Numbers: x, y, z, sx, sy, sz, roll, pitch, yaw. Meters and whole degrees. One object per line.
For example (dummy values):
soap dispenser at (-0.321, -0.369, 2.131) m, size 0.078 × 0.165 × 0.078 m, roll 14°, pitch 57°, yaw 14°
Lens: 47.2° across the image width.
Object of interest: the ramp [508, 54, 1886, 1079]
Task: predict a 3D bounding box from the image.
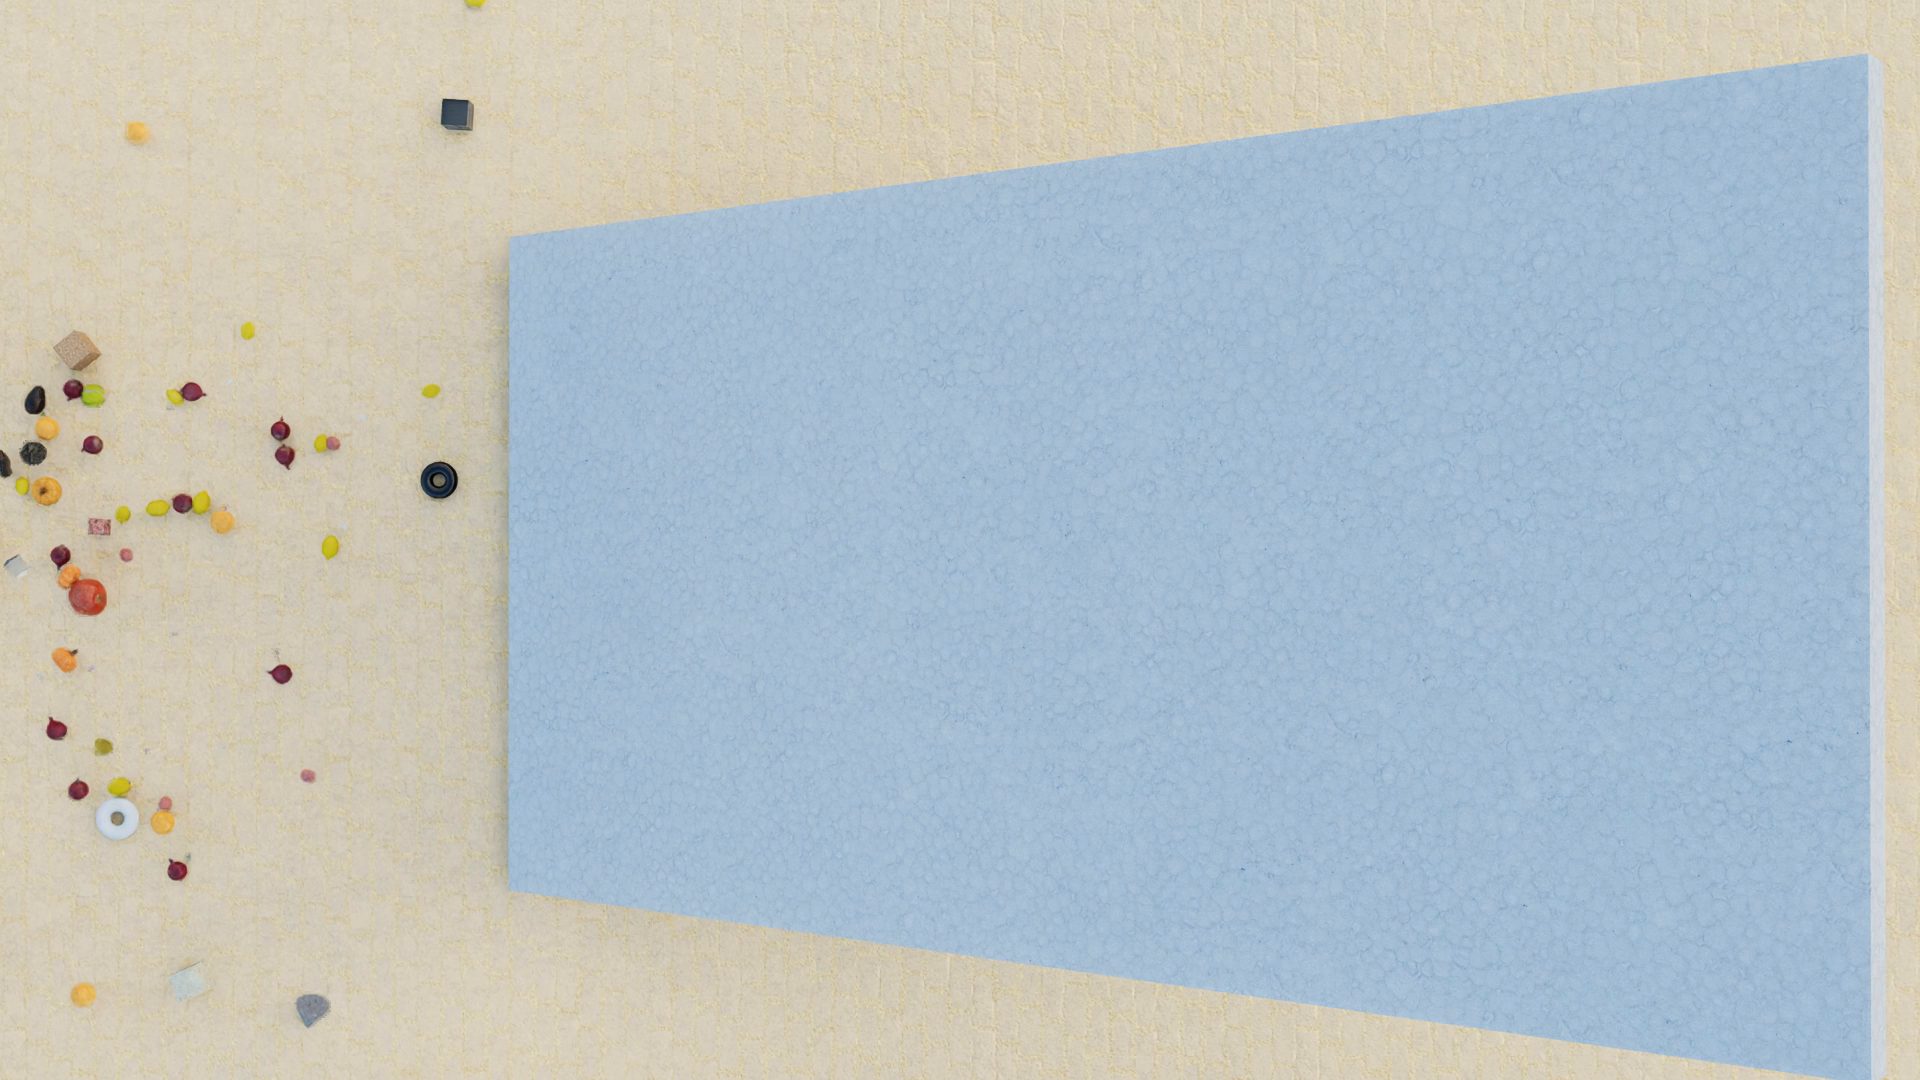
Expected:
ramp at (0.222, 0.063, 5.539) m, size 4.000 × 0.100 × 2.000 m, roll 0°, pitch 90°, yaw 38°

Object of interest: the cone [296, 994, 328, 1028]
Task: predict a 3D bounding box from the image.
cone at (-2.007, 1.471, 6.782) m, size 0.099 × 0.099 × 0.099 m, roll 20°, pitch 116°, yaw 0°

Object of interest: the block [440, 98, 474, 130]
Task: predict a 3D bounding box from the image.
block at (-1.550, -1.312, 6.783) m, size 0.080 × 0.080 × 0.080 m, roll 4°, pitch 90°, yaw 0°

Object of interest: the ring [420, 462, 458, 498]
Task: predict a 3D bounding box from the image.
ring at (-1.609, -0.185, 6.796) m, size 0.117 × 0.039 × 0.117 m, roll 0°, pitch 88°, yaw 0°

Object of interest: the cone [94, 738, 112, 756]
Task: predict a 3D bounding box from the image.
cone at (-2.662, 0.652, 6.797) m, size 0.056 × 0.056 × 0.056 m, roll 47°, pitch 116°, yaw 0°

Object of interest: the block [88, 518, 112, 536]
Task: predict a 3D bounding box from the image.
block at (-2.656, -0.041, 6.789) m, size 0.050 × 0.050 × 0.050 m, roll 3°, pitch 90°, yaw 0°

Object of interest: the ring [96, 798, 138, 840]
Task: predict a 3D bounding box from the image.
ring at (-2.600, 0.859, 6.787) m, size 0.132 × 0.044 × 0.132 m, roll 0°, pitch 91°, yaw 0°

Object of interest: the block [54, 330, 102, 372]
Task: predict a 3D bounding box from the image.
block at (-2.719, -0.583, 6.775) m, size 0.085 × 0.085 × 0.085 m, roll -39°, pitch 90°, yaw 0°

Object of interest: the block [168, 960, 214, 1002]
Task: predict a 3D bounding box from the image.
block at (-2.365, 1.358, 6.762) m, size 0.086 × 0.086 × 0.086 m, roll -24°, pitch 90°, yaw 0°

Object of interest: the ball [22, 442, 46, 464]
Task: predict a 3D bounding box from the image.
ball at (-2.855, -0.268, 6.780) m, size 0.072 × 0.072 × 0.072 m, roll 0°, pitch 90°, yaw 0°

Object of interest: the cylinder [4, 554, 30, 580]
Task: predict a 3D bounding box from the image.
cylinder at (-2.908, 0.083, 6.786) m, size 0.055 × 0.055 × 0.055 m, roll -37°, pitch 90°, yaw 0°
